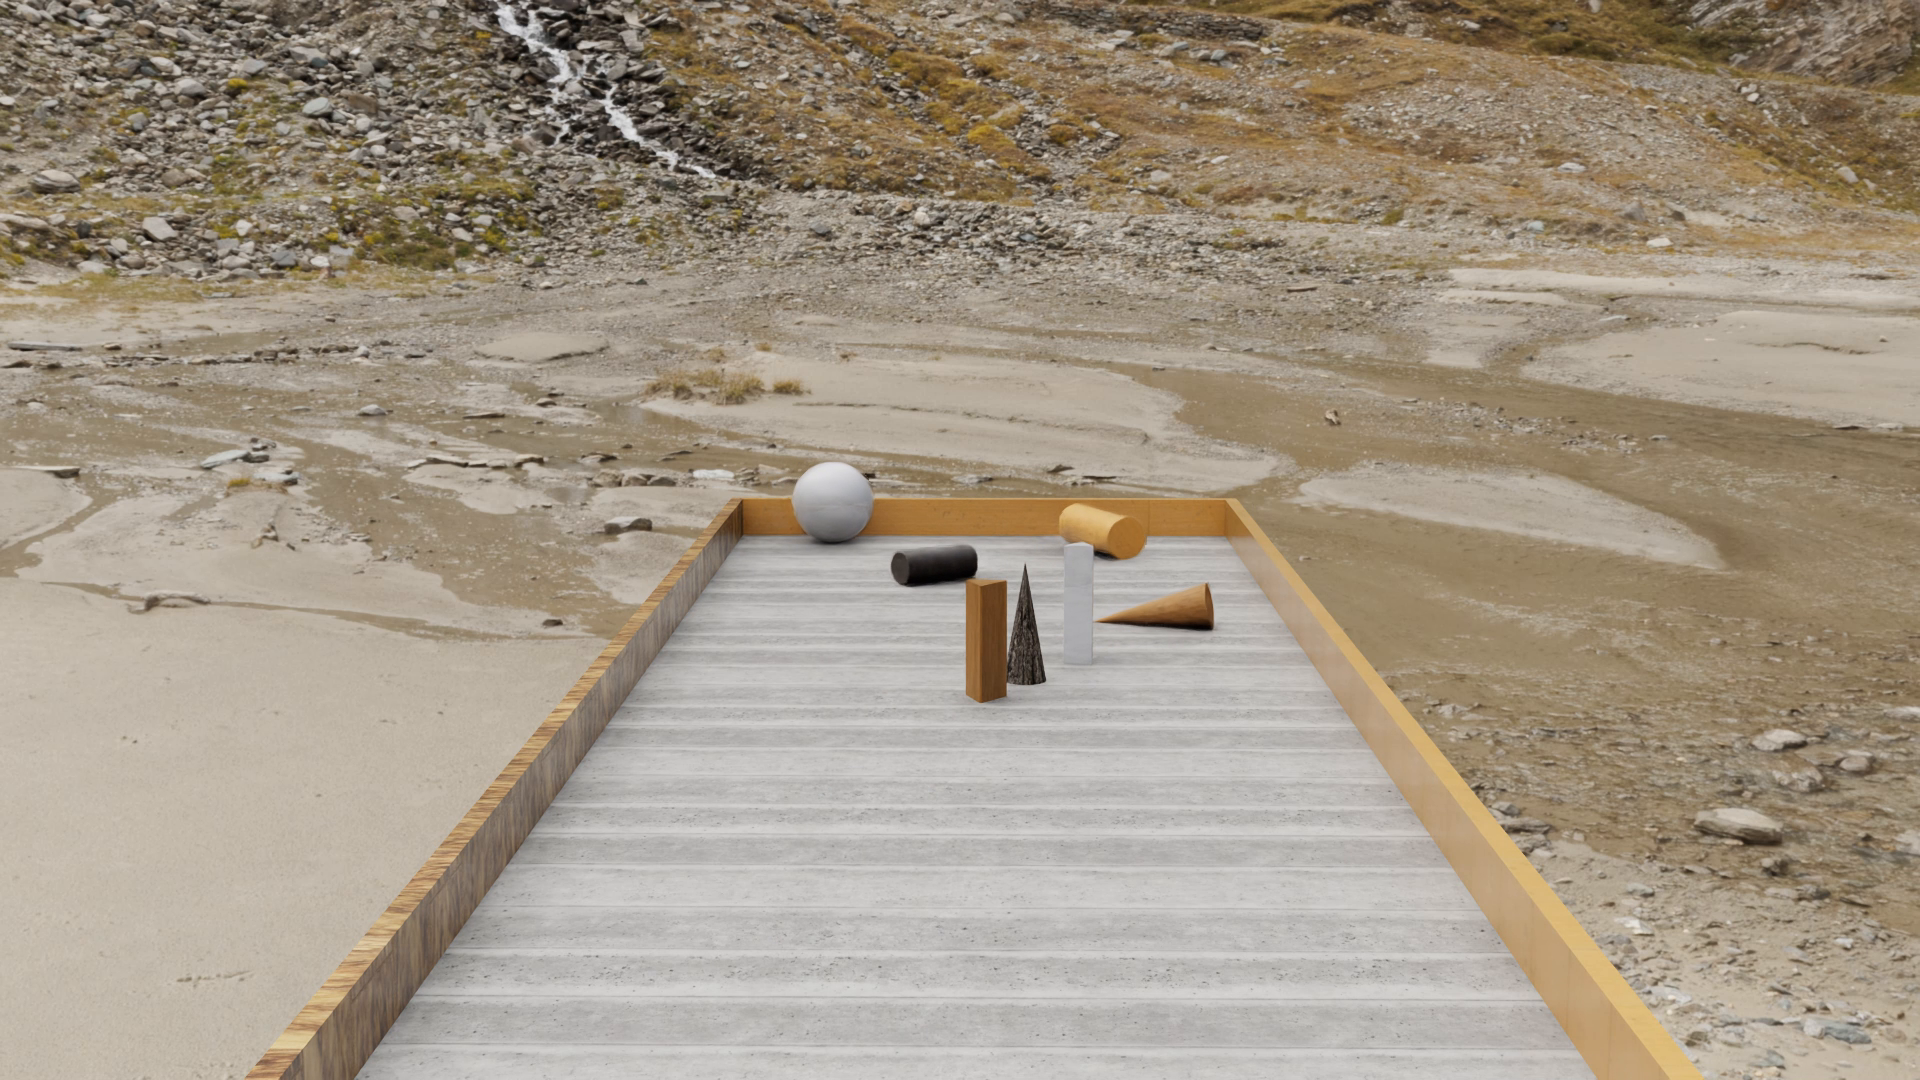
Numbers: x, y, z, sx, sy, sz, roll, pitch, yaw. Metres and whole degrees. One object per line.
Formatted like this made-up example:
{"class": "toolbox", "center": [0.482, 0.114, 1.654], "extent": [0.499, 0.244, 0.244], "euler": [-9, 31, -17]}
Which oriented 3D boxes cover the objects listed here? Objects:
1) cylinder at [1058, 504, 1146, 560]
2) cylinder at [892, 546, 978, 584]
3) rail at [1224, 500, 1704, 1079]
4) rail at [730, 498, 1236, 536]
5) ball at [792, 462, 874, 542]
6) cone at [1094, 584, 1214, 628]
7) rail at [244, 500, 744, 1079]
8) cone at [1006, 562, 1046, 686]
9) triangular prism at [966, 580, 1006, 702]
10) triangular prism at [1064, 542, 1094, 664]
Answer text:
{"class": "cylinder", "center": [0.558, -0.036, 8.711], "extent": [0.164, 0.164, 0.430], "euler": [-4, 10, -23]}
{"class": "cylinder", "center": [-0.091, 0.091, 8.059], "extent": [0.303, 0.118, 0.118], "euler": [-6, 11, -34]}
{"class": "rail", "center": [1.046, 0.843, 3.208], "extent": [0.050, 0.150, 12.000], "euler": [0, 9, 1]}
{"class": "rail", "center": [0.099, -0.098, 9.147], "extent": [2.100, 0.150, 0.050], "euler": [0, 9, 1]}
{"class": "ball", "center": [-0.518, -0.155, 8.937], "extent": [0.329, 0.329, 0.329], "euler": [0, 9, 0]}
{"class": "cone", "center": [0.626, 0.244, 7.244], "extent": [0.398, 0.144, 0.144], "euler": [-8, 7, 15]}
{"class": "rail", "center": [-1.004, 0.839, 3.234], "extent": [0.050, 0.150, 12.000], "euler": [0, 9, 1]}
{"class": "cone", "center": [0.189, 0.236, 6.396], "extent": [0.126, 0.353, 0.126], "euler": [0, 9, 0]}
{"class": "triangular prism", "center": [0.056, 0.279, 6.187], "extent": [0.100, 0.332, 0.115], "euler": [7, 12, 39]}
{"class": "triangular prism", "center": [0.365, 0.189, 6.661], "extent": [0.088, 0.361, 0.076], "euler": [2, 9, 13]}
